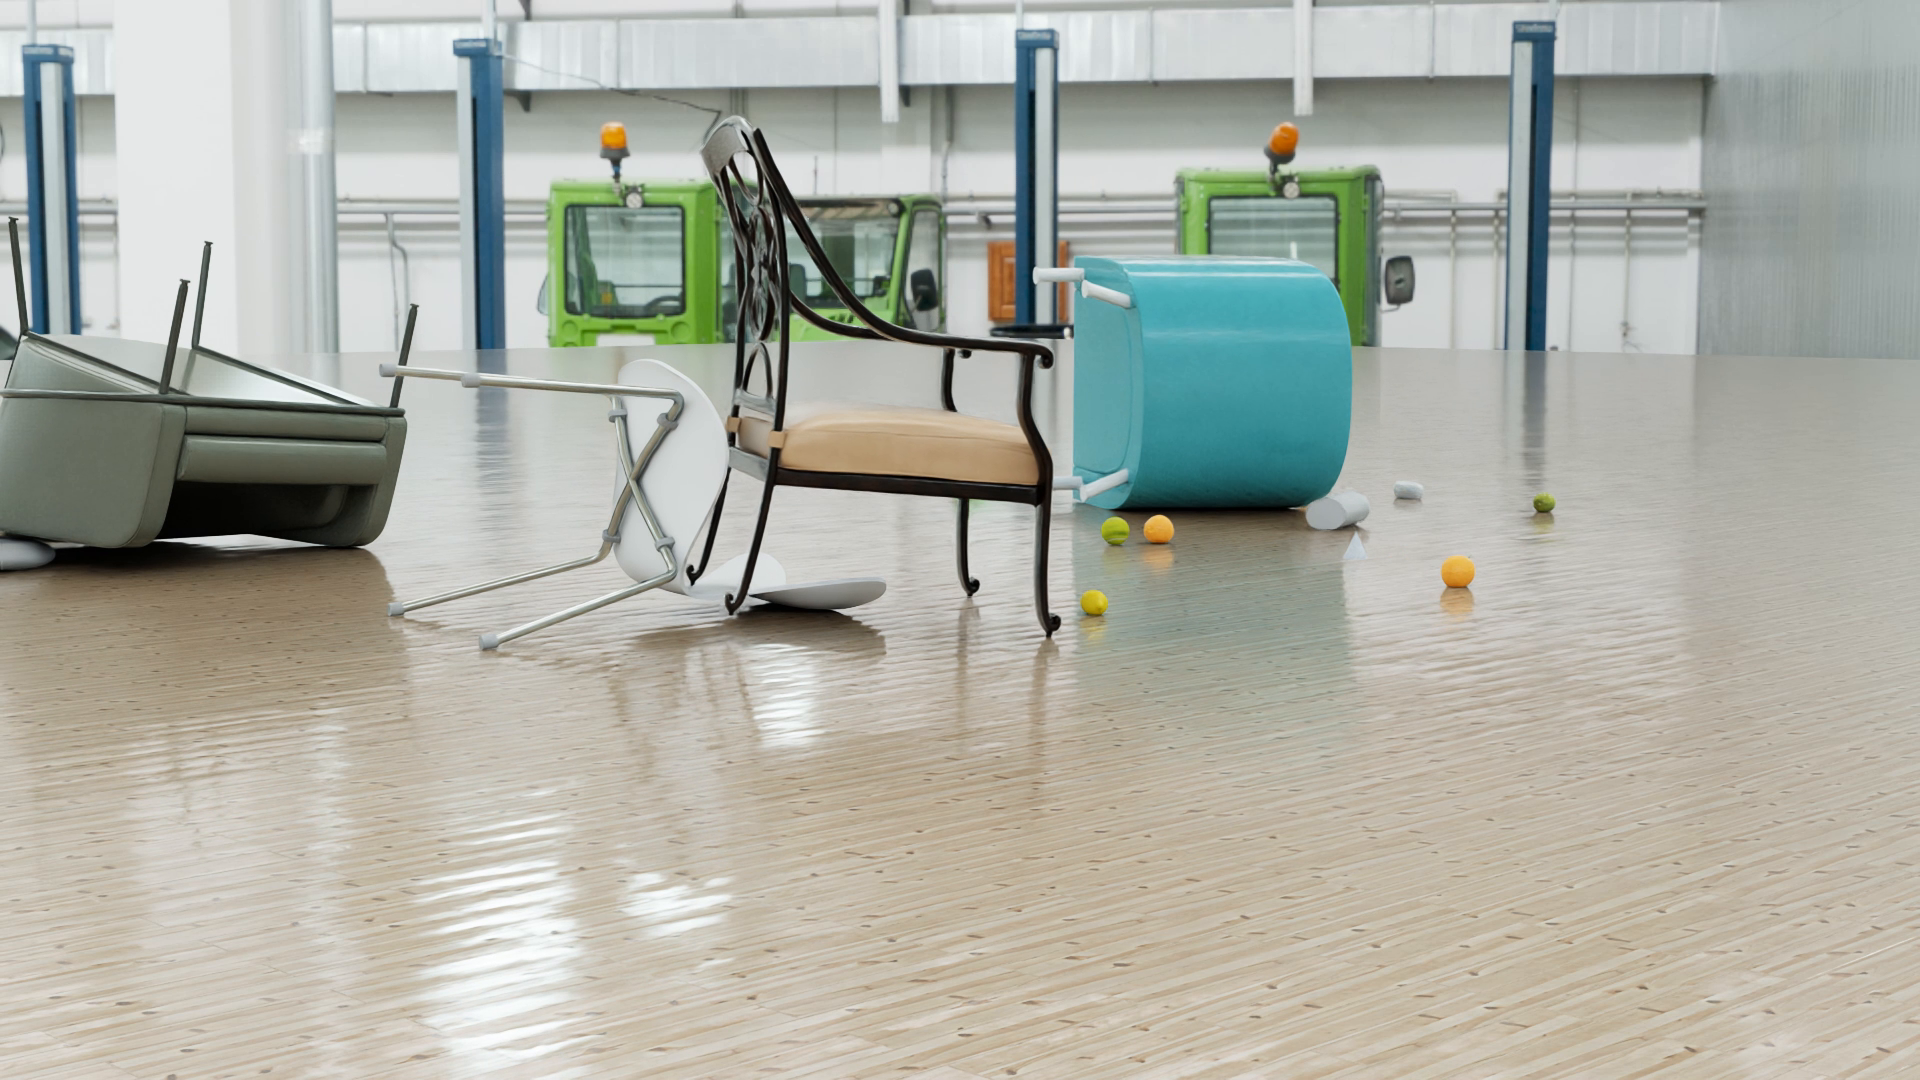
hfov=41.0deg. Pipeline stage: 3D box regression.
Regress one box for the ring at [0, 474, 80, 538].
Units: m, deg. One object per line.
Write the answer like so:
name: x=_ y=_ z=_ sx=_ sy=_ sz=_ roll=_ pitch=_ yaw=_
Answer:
ring: x=-2.387 y=-0.084 z=6.533 sx=0.282 sy=0.146 sz=0.316 roll=-4 pitch=8 yaw=-26

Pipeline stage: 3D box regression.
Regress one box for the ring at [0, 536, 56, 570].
ring: x=-2.247 y=0.028 z=5.809 sx=0.378 sy=0.059 sz=0.373 roll=1 pitch=5 yaw=-27

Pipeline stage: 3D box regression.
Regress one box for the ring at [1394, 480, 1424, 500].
ring: x=1.330 y=-0.147 z=7.612 sx=0.068 sy=0.048 sz=0.133 roll=0 pitch=7 yaw=-21

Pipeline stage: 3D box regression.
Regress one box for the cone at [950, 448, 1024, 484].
cone: x=0.105 y=-0.206 z=8.137 sx=0.241 sy=0.106 sz=0.151 roll=16 pitch=-10 yaw=20

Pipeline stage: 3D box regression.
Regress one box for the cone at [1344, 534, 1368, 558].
cone: x=0.926 y=0.010 z=6.005 sx=0.062 sy=0.063 sz=0.047 roll=-3 pitch=6 yaw=-25

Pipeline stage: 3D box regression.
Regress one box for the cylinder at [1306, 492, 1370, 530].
cylinder: x=0.993 y=-0.076 z=6.737 sx=0.109 sy=0.085 sz=0.219 roll=-2 pitch=4 yaw=26
